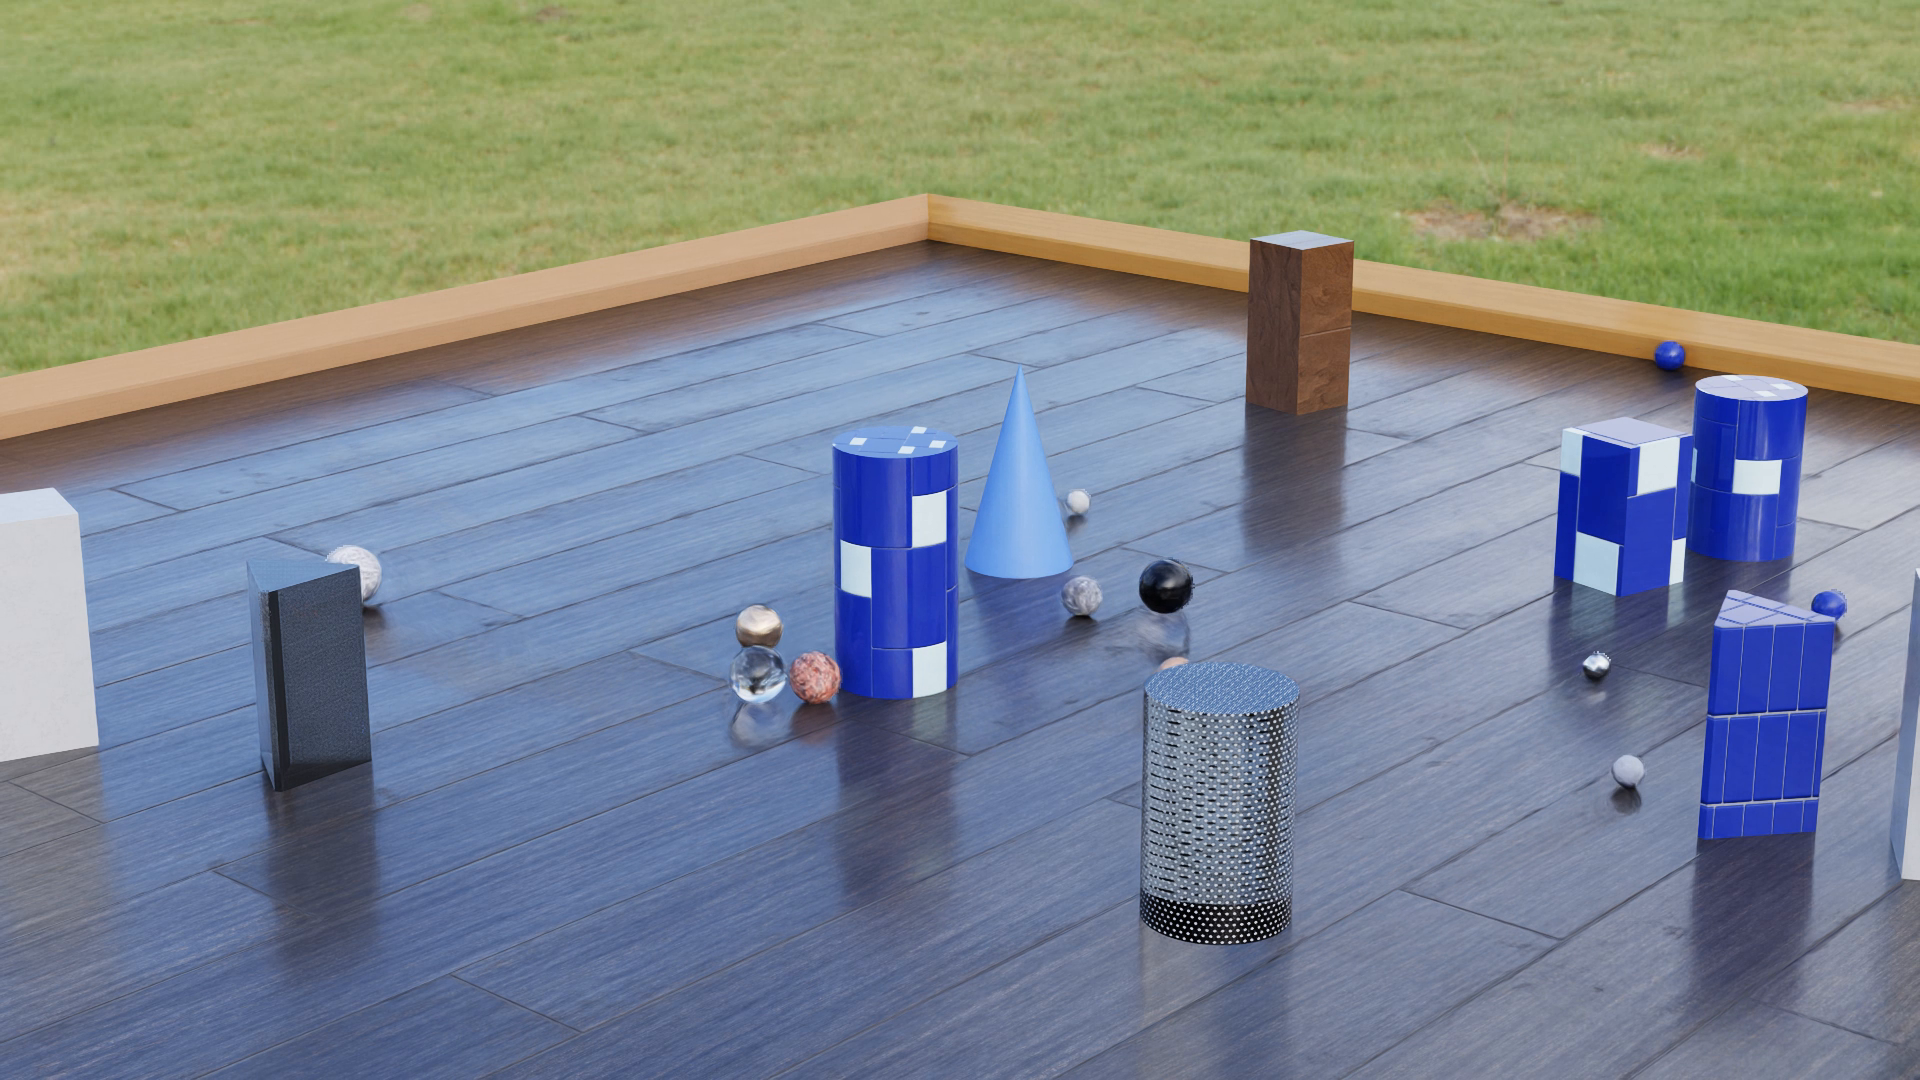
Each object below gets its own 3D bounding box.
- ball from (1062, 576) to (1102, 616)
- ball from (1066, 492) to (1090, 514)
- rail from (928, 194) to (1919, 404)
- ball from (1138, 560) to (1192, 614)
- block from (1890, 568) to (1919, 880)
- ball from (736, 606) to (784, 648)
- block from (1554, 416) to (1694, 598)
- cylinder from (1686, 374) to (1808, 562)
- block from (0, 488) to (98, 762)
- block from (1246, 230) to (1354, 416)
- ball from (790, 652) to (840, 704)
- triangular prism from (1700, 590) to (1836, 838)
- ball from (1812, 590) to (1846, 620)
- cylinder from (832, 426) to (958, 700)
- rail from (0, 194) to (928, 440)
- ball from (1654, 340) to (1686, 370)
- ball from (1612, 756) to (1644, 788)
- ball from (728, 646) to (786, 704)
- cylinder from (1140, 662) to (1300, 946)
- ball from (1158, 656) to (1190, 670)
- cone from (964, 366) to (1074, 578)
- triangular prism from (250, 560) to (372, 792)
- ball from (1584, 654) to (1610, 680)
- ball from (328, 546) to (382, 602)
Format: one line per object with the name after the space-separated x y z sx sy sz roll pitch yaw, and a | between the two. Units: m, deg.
0.208 0.096 5.017 0.068 0.068 0.068 0 17 0 | ball
0.226 -0.071 5.610 0.045 0.045 0.045 0 17 0 | ball
1.566 -0.488 6.846 4.433 0.129 0.045 14 22 39 | rail
0.352 0.080 5.028 0.093 0.093 0.093 0 17 0 | ball
1.359 0.251 3.946 0.159 0.388 0.159 3 17 11 | block
-0.331 0.147 4.830 0.079 0.079 0.079 0 17 0 | ball
1.173 -0.061 5.190 0.159 0.269 0.159 -12 20 -34 | block
1.440 -0.133 5.376 0.198 0.300 0.198 0 17 0 | cylinder
-1.408 0.126 4.404 0.159 0.365 0.159 -9 19 -28 | block
0.741 -0.476 6.404 0.159 0.364 0.159 -13 21 -37 | block
-0.228 0.216 4.599 0.081 0.081 0.081 0 17 0 | ball
1.102 0.240 4.117 0.172 0.311 0.149 -3 17 -9 | triangular prism
1.476 0.113 4.983 0.055 0.055 0.055 0 17 0 | ball
-0.102 0.034 4.659 0.198 0.393 0.198 0 17 0 | cylinder
-1.656 -0.382 6.496 0.045 0.129 4.824 14 22 39 | rail
1.633 -0.423 6.739 0.069 0.069 0.069 0 17 0 | ball
0.971 0.336 4.258 0.046 0.046 0.046 0 17 0 | ball
-0.317 0.211 4.598 0.091 0.091 0.091 0 17 0 | ball
0.334 0.338 3.788 0.198 0.313 0.198 0 17 0 | cylinder
0.341 0.215 4.632 0.061 0.061 0.061 0 17 0 | ball
0.107 -0.138 5.268 0.198 0.372 0.198 0 17 0 | cone
-0.988 0.187 4.309 0.149 0.303 0.172 14 22 38 | triangular prism
1.021 0.204 4.706 0.041 0.041 0.041 0 17 0 | ball
-1.051 0.062 5.077 0.099 0.099 0.099 0 17 0 | ball
